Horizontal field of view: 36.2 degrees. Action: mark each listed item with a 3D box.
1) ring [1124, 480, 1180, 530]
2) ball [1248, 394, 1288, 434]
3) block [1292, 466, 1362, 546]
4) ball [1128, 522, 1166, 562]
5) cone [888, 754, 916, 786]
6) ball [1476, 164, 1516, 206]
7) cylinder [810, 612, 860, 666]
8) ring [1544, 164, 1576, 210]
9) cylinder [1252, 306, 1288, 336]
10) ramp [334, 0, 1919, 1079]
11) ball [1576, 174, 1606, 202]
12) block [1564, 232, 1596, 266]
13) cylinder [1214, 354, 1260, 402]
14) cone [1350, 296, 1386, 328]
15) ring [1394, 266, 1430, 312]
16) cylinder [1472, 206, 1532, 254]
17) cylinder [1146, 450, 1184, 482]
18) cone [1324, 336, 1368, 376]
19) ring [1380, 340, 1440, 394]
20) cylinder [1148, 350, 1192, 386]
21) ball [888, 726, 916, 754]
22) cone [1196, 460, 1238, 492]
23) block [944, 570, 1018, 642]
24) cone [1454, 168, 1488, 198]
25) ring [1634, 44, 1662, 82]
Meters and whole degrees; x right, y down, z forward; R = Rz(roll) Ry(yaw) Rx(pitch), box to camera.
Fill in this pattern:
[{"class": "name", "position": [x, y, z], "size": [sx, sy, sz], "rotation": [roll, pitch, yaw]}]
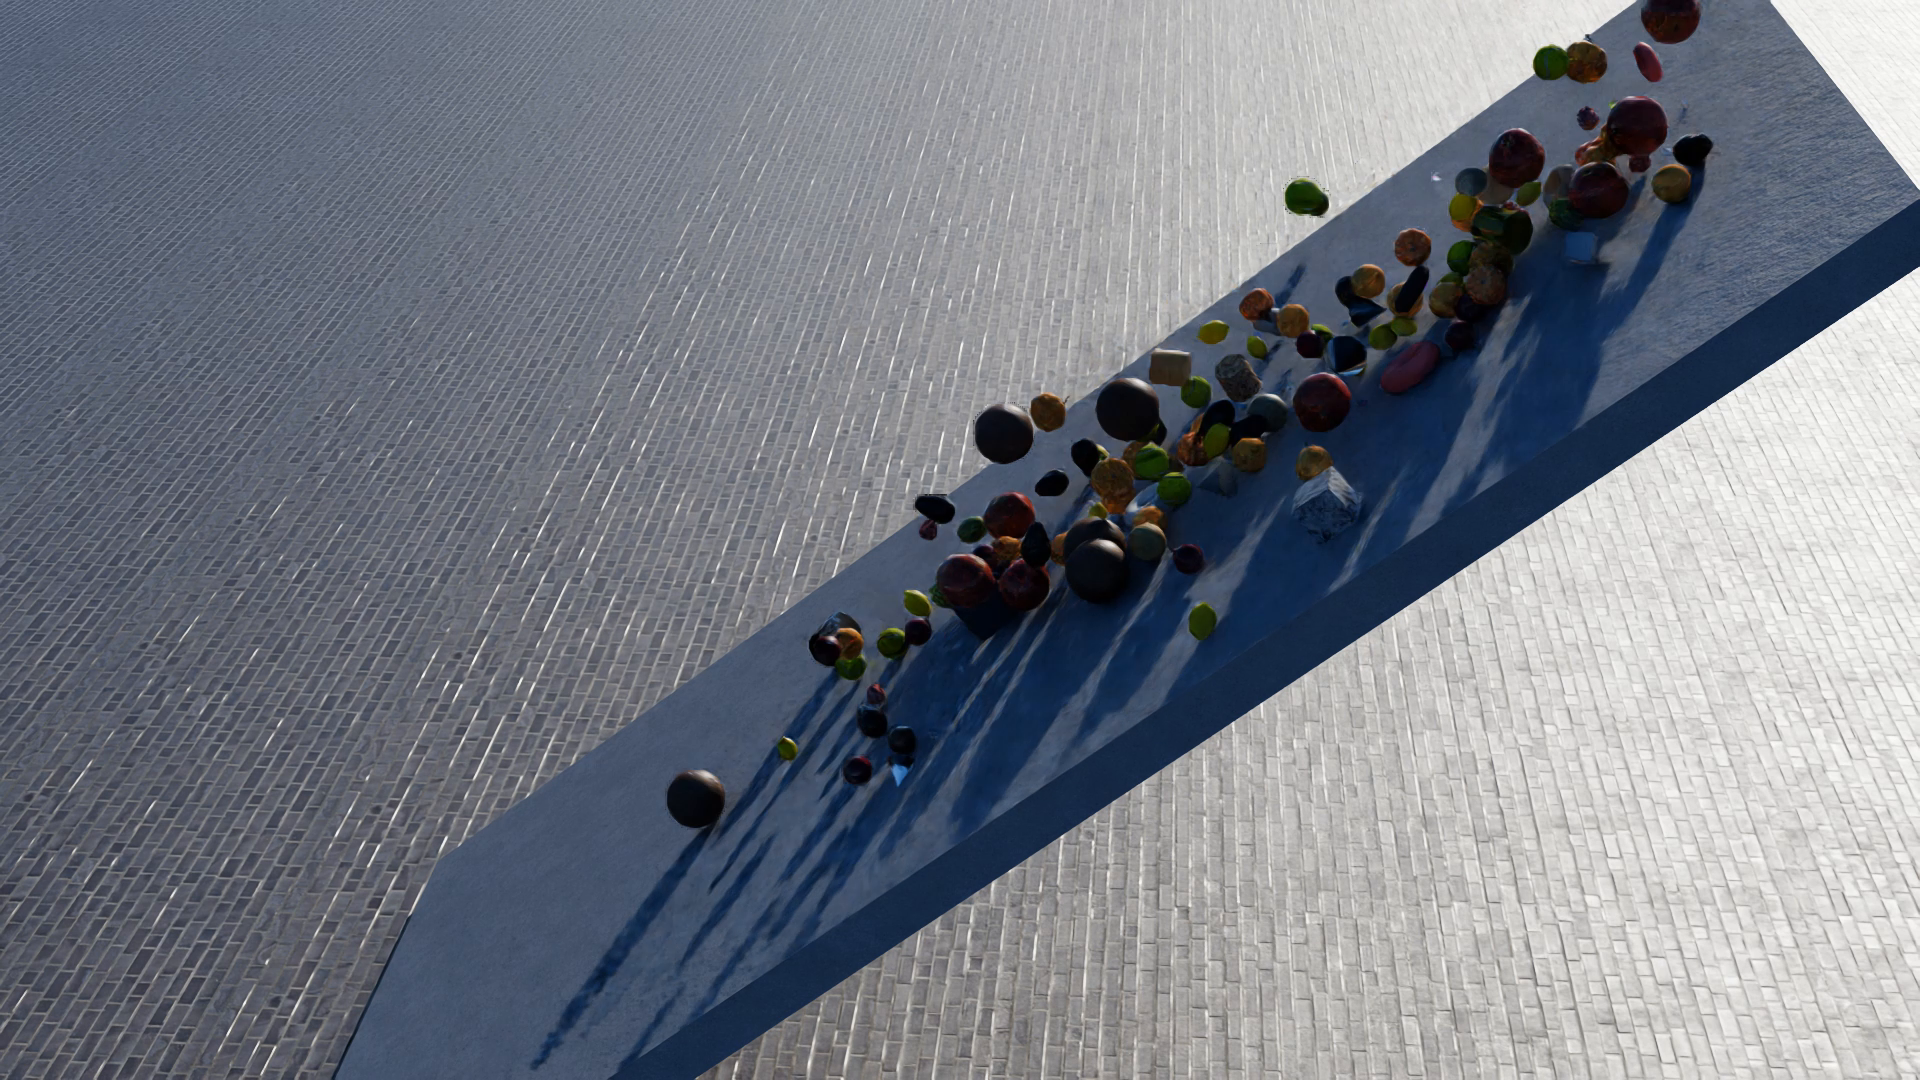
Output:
[{"class": "ring", "position": [0.399, -0.072, 6.122], "size": [0.134, 0.045, 0.134], "rotation": [-36, 17, 13]}, {"class": "ball", "position": [0.630, -0.260, 6.025], "size": [0.082, 0.082, 0.082], "rotation": [0, 23, 0]}, {"class": "block", "position": [0.670, -0.063, 5.376], "size": [0.087, 0.087, 0.087], "rotation": [-35, 17, 27]}, {"class": "ball", "position": [0.376, 0.004, 5.905], "size": [0.077, 0.077, 0.077], "rotation": [0, 23, 0]}, {"class": "cone", "position": [-0.121, 0.467, 5.891], "size": [0.058, 0.058, 0.058], "rotation": [3, 61, 7]}, {"class": "ball", "position": [1.080, -0.718, 5.947], "size": [0.085, 0.085, 0.085], "rotation": [0, 23, 0]}, {"class": "cylinder", "position": [-0.288, 0.229, 6.784], "size": [0.090, 0.090, 0.090], "rotation": [10, 34, 22]}, {"class": "ring", "position": [1.209, -0.711, 5.929], "size": [0.033, 0.098, 0.098], "rotation": [12, 19, -18]}, {"class": "cylinder", "position": [0.689, -0.486, 6.513], "size": [0.057, 0.057, 0.057], "rotation": [20, 31, 38]}, {"class": "ramp", "position": [0.123, 0.183, 6.335], "size": [4.000, 0.100, 2.000], "rotation": [-35, 16, 17]}, {"class": "ball", "position": [1.234, -0.689, 5.754], "size": [0.055, 0.055, 0.055], "rotation": [0, 23, 0]}, {"class": "block", "position": [1.167, -0.549, 5.534], "size": [0.052, 0.052, 0.052], "rotation": [5, -4, 19]}, {"class": "cylinder", "position": [0.569, -0.332, 6.028], "size": [0.071, 0.071, 0.071], "rotation": [-23, 38, 19]}, {"class": "cone", "position": [0.864, -0.481, 6.147], "size": [0.072, 0.072, 0.072], "rotation": [-5, 15, 41]}, {"class": "ring", "position": [0.906, -0.502, 5.892], "size": [0.035, 0.104, 0.104], "rotation": [31, 28, 2]}, {"class": "cylinder", "position": [1.085, -0.621, 5.888], "size": [0.085, 0.085, 0.085], "rotation": [-15, 23, -32]}, {"class": "cylinder", "position": [0.435, -0.149, 6.223], "size": [0.058, 0.058, 0.058], "rotation": [-43, 37, -10]}, {"class": "cone", "position": [0.756, -0.347, 5.843], "size": [0.090, 0.090, 0.090], "rotation": [8, 30, 17]}, {"class": "ring", "position": [0.877, -0.337, 5.728], "size": [0.135, 0.045, 0.135], "rotation": [-40, 12, 10]}, {"class": "cylinder", "position": [0.461, -0.377, 6.444], "size": [0.077, 0.077, 0.077], "rotation": [-1, 21, 23]}, {"class": "ball", "position": [-0.119, 0.408, 5.988], "size": [0.058, 0.058, 0.058], "rotation": [0, 23, 0]}, {"class": "cone", "position": [0.501, -0.112, 5.852], "size": [0.074, 0.074, 0.074], "rotation": [-27, 11, 27]}, {"class": "block", "position": [0.044, 0.139, 6.202], "size": [0.094, 0.094, 0.094], "rotation": [-42, 24, -5]}, {"class": "cone", "position": [1.021, -0.698, 5.865], "size": [0.065, 0.065, 0.065], "rotation": [2, 35, 4]}, {"class": "ring", "position": [1.331, -0.923, 5.690], "size": [0.028, 0.083, 0.083], "rotation": [-27, 24, 4]}]
